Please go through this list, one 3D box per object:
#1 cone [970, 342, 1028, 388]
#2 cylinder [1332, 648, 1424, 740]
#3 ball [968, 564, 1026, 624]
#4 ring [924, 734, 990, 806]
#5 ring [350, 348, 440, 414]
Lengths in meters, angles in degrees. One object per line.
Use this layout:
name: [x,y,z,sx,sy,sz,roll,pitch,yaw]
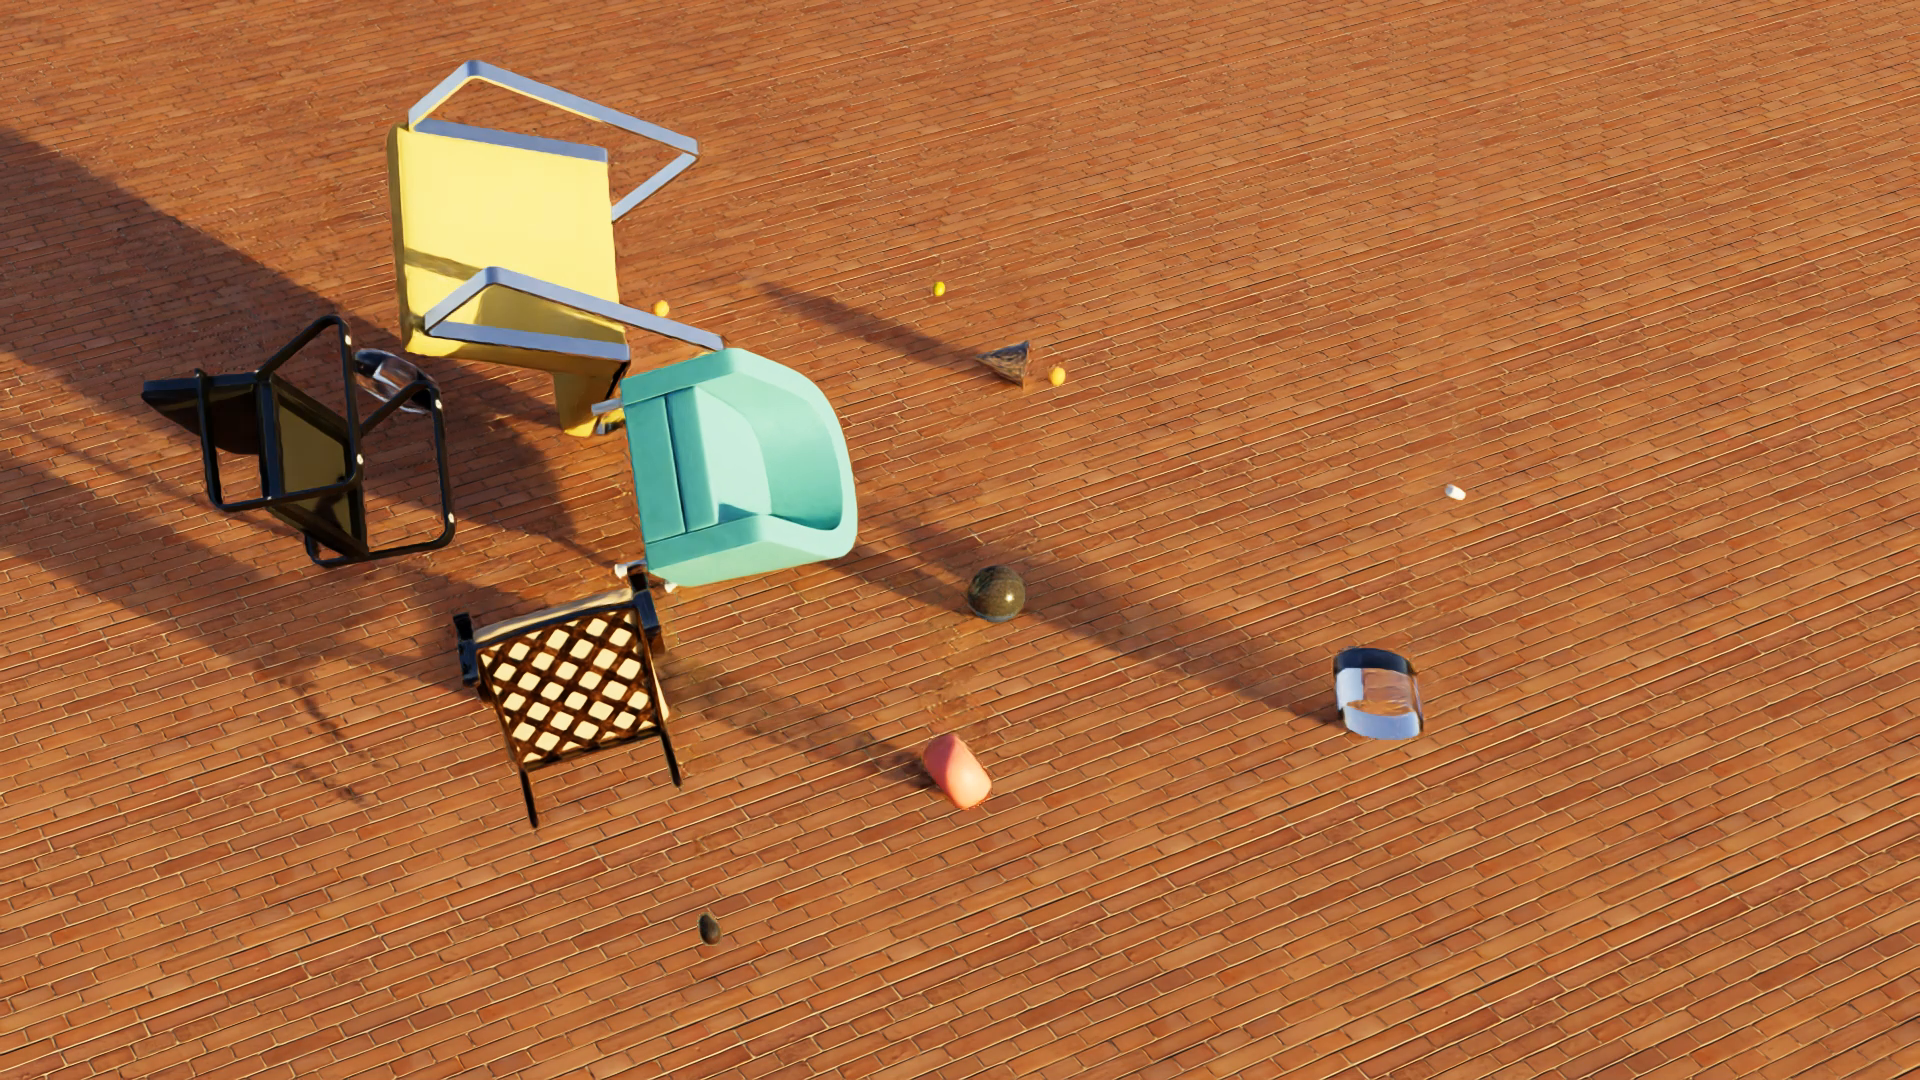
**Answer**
cone: [0.154,-0.724,11.858,0.223,0.172,0.242,8,40,-1]
cylinder: [1.414,0.521,9.925,0.306,0.189,0.234,16,43,-15]
ball: [0.130,0.193,10.463,0.208,0.208,0.208,0,33,0]
ring: [-0.011,0.749,9.526,0.136,0.250,0.421,-38,-1,-1]
ring: [-2.235,-0.629,11.595,0.370,0.397,0.113,-5,57,55]
